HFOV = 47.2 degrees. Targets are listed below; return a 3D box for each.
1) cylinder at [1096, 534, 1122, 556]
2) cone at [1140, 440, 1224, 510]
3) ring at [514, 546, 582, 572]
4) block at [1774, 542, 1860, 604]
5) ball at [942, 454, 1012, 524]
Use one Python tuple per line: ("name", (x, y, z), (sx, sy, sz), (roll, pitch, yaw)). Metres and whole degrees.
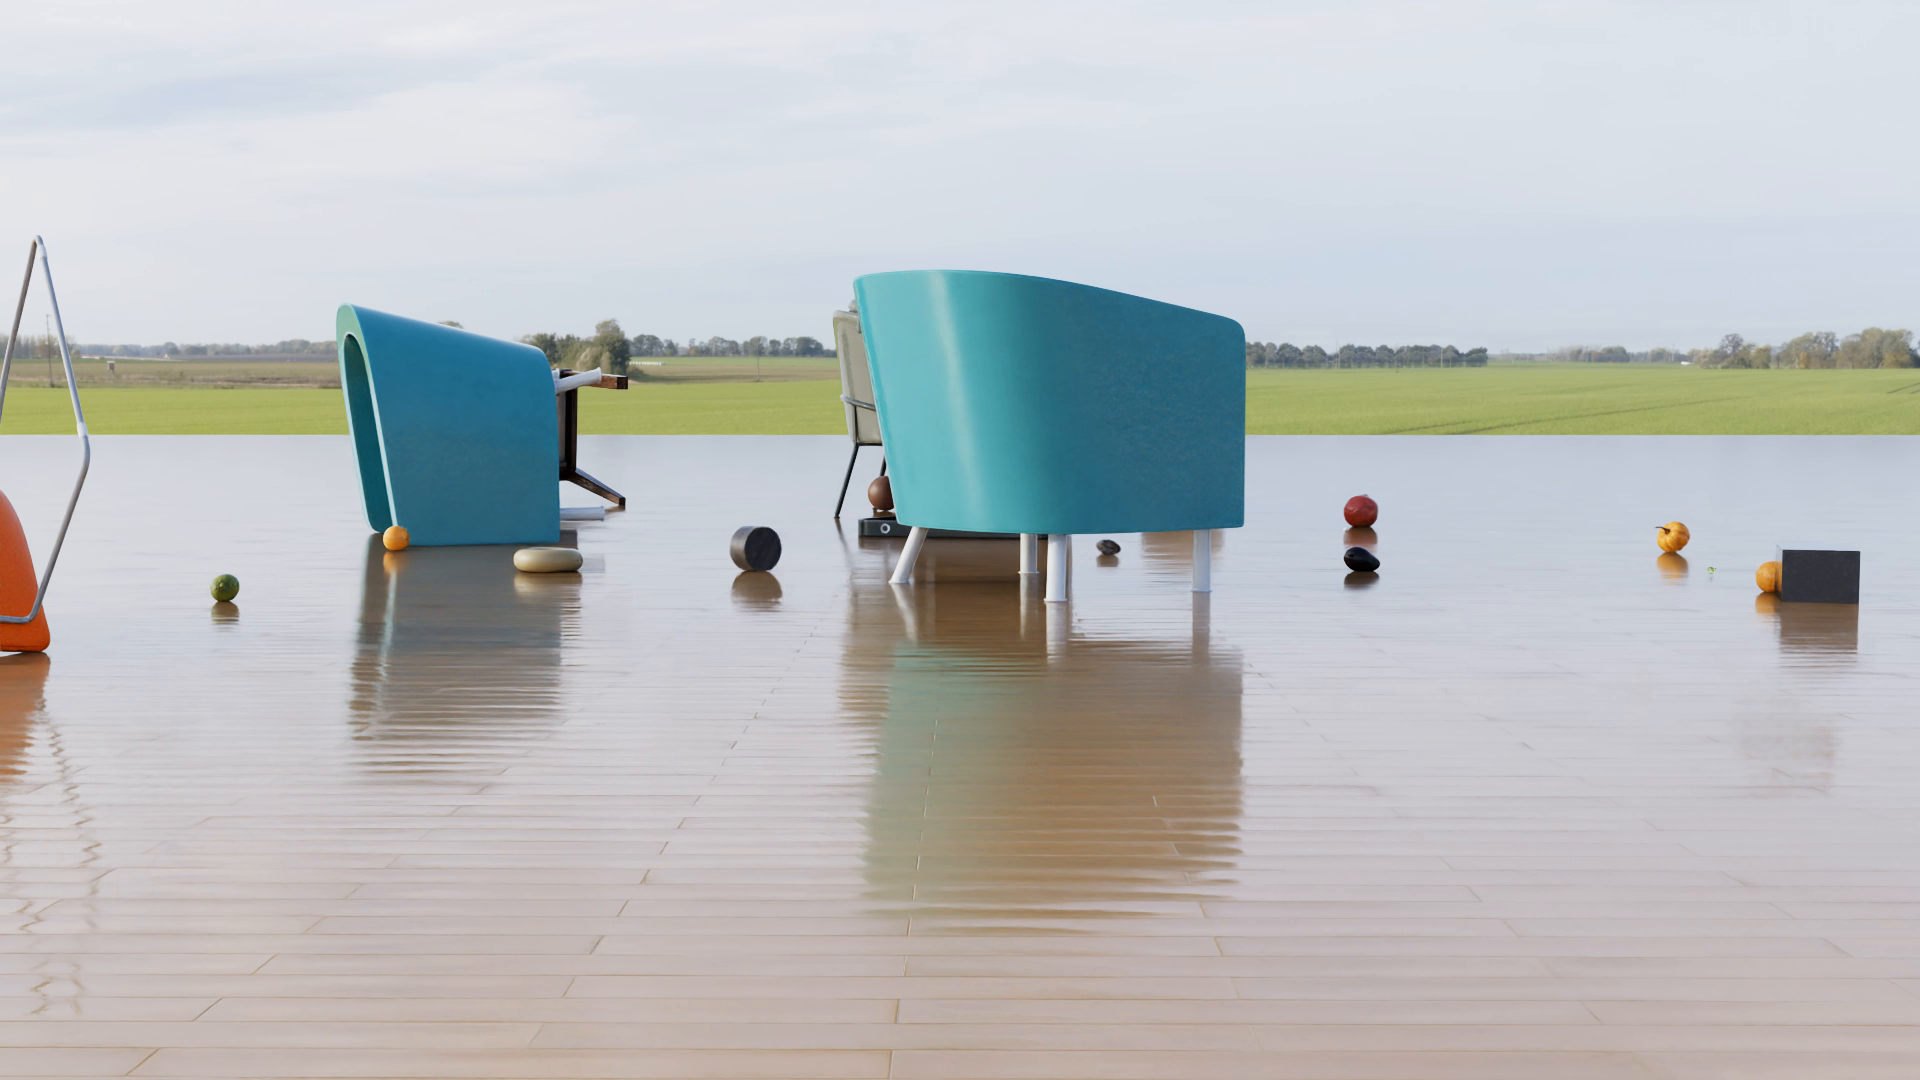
("cylinder", (0.403, 0.021, 5.972), (0.059, 0.037, 0.071), (21, 25, -24))
("cone", (0.859, -0.193, 8.423), (0.320, 0.276, 0.348), (-2, -18, 8))
("ring", (-1.017, 0.049, 5.431), (0.176, 0.057, 0.156), (2, 3, 21))
("block", (1.837, 0.070, 4.717), (0.153, 0.111, 0.209), (1, 4, 17))
("ball", (0.057, -0.171, 7.330), (0.234, 0.234, 0.234), (0, 4, 0))
